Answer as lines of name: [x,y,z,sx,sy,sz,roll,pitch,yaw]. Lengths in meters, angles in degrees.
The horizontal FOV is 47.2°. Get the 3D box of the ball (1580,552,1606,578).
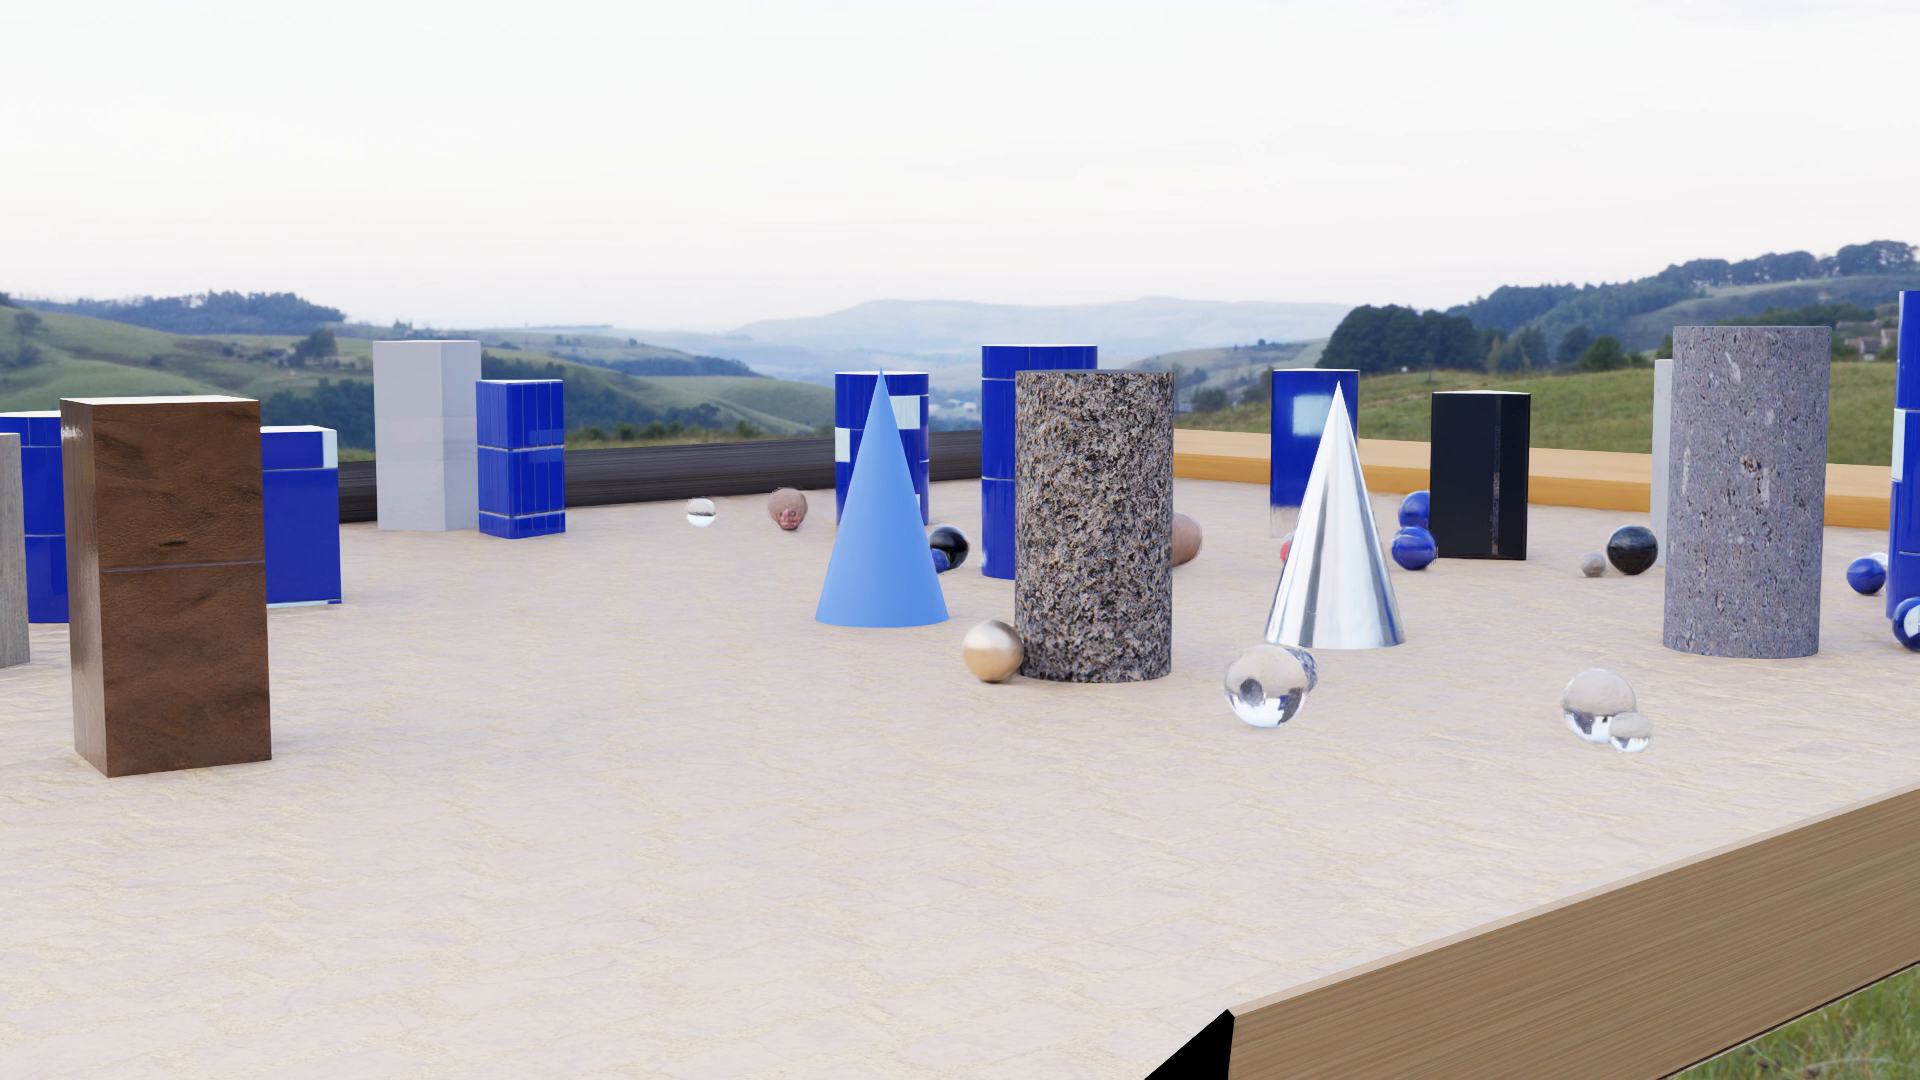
ball: [1.054,0.042,3.661,0.042,0.042,0.042,0,6,0]

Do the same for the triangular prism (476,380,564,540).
triangular prism: [-0.854,-0.164,4.361,0.146,0.304,0.168,-4,7,-33]

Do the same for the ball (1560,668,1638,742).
ball: [0.658,0.171,2.266,0.076,0.076,0.076,0,6,0]

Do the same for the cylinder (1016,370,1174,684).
cylinder: [0.164,-0.022,2.703,0.194,0.369,0.194,0,6,0]

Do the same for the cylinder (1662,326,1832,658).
cylinder: [1.030,-0.068,2.884,0.194,0.422,0.194,0,6,0]

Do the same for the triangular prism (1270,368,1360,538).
triangular prism: [0.692,-0.174,4.357,0.168,0.326,0.146,0,6,0]

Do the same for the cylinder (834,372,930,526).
cylinder: [-0.161,-0.189,4.552,0.194,0.314,0.194,0,6,0]

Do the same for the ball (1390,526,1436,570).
ball: [0.774,0.014,3.754,0.077,0.077,0.077,0,6,0]

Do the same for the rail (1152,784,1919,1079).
rail: [1.207,0.169,2.031,4.284,0.126,0.045,-5,8,-42]

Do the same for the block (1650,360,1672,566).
block: [1.313,-0.132,3.809,0.155,0.357,0.155,-3,6,-23]

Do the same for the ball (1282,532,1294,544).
ball: [0.602,0.009,3.928,0.051,0.051,0.051,0,6,0]

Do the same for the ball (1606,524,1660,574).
ball: [1.132,0.016,3.702,0.085,0.085,0.085,0,6,0]

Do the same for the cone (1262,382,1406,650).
cone: [0.508,-0.040,2.968,0.194,0.349,0.194,0,6,0]

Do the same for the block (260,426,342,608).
block: [-1.045,-0.038,3.357,0.155,0.263,0.155,-3,7,-29]

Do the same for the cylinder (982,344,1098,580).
cylinder: [0.133,-0.134,3.696,0.194,0.385,0.194,0,6,0]

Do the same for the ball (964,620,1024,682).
ball: [0.040,0.133,2.642,0.073,0.073,0.073,0,6,0]

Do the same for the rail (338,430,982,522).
rail: [-1.207,-0.104,4.633,4.284,0.126,0.045,-5,8,-42]

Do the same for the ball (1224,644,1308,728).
ball: [0.326,0.156,2.348,0.089,0.089,0.089,0,6,0]

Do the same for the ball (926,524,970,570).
ball: [-0.022,0.013,3.764,0.077,0.077,0.077,0,6,0]

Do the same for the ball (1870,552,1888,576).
ball: [1.518,0.043,3.632,0.045,0.045,0.045,0,6,0]

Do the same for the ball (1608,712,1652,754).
ball: [0.674,0.193,2.214,0.042,0.042,0.042,0,6,0]

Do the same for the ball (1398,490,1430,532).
ball: [0.895,-0.048,4.248,0.097,0.097,0.097,0,6,0]

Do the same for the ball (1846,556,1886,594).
ball: [1.420,0.056,3.445,0.059,0.059,0.059,0,6,0]

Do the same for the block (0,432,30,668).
block: [-1.273,0.016,2.717,0.155,0.290,0.155,2,6,15]

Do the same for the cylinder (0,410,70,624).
cylinder: [-1.299,-0.037,3.207,0.194,0.294,0.194,0,6,0]

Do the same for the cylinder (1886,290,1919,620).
cylinder: [1.434,-0.118,3.135,0.194,0.470,0.194,0,6,0]

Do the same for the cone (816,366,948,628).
cone: [-0.113,-0.068,3.163,0.194,0.364,0.194,0,6,0]

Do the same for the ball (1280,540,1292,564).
ball: [0.576,0.024,3.779,0.053,0.053,0.053,0,6,0]

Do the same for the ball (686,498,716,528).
ball: [-0.530,-0.056,4.503,0.061,0.061,0.061,0,6,0]

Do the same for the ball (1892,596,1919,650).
ball: [1.257,0.109,2.878,0.071,0.071,0.071,0,6,0]

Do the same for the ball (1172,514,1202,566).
ball: [0.376,-0.002,3.840,0.090,0.090,0.090,0,6,0]

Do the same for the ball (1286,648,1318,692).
ball: [0.383,0.153,2.526,0.058,0.058,0.058,0,6,0]

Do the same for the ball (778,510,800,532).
ball: [-0.344,-0.039,4.418,0.045,0.045,0.045,0,6,0]

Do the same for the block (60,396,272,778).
block: [-0.789,0.039,2.184,0.155,0.356,0.155,-4,7,-32]

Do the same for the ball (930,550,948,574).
ball: [-0.041,0.037,3.699,0.043,0.043,0.043,0,6,0]

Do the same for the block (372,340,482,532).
block: [-1.084,-0.216,4.493,0.155,0.380,0.155,2,6,18]

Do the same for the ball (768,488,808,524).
ball: [-0.353,-0.067,4.515,0.080,0.080,0.080,0,6,0]

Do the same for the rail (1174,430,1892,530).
rail: [1.557,-0.117,4.761,0.045,0.126,3.607,-5,8,-42]

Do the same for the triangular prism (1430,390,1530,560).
triangular prism: [0.945,-0.120,3.987,0.168,0.296,0.146,2,6,16]
